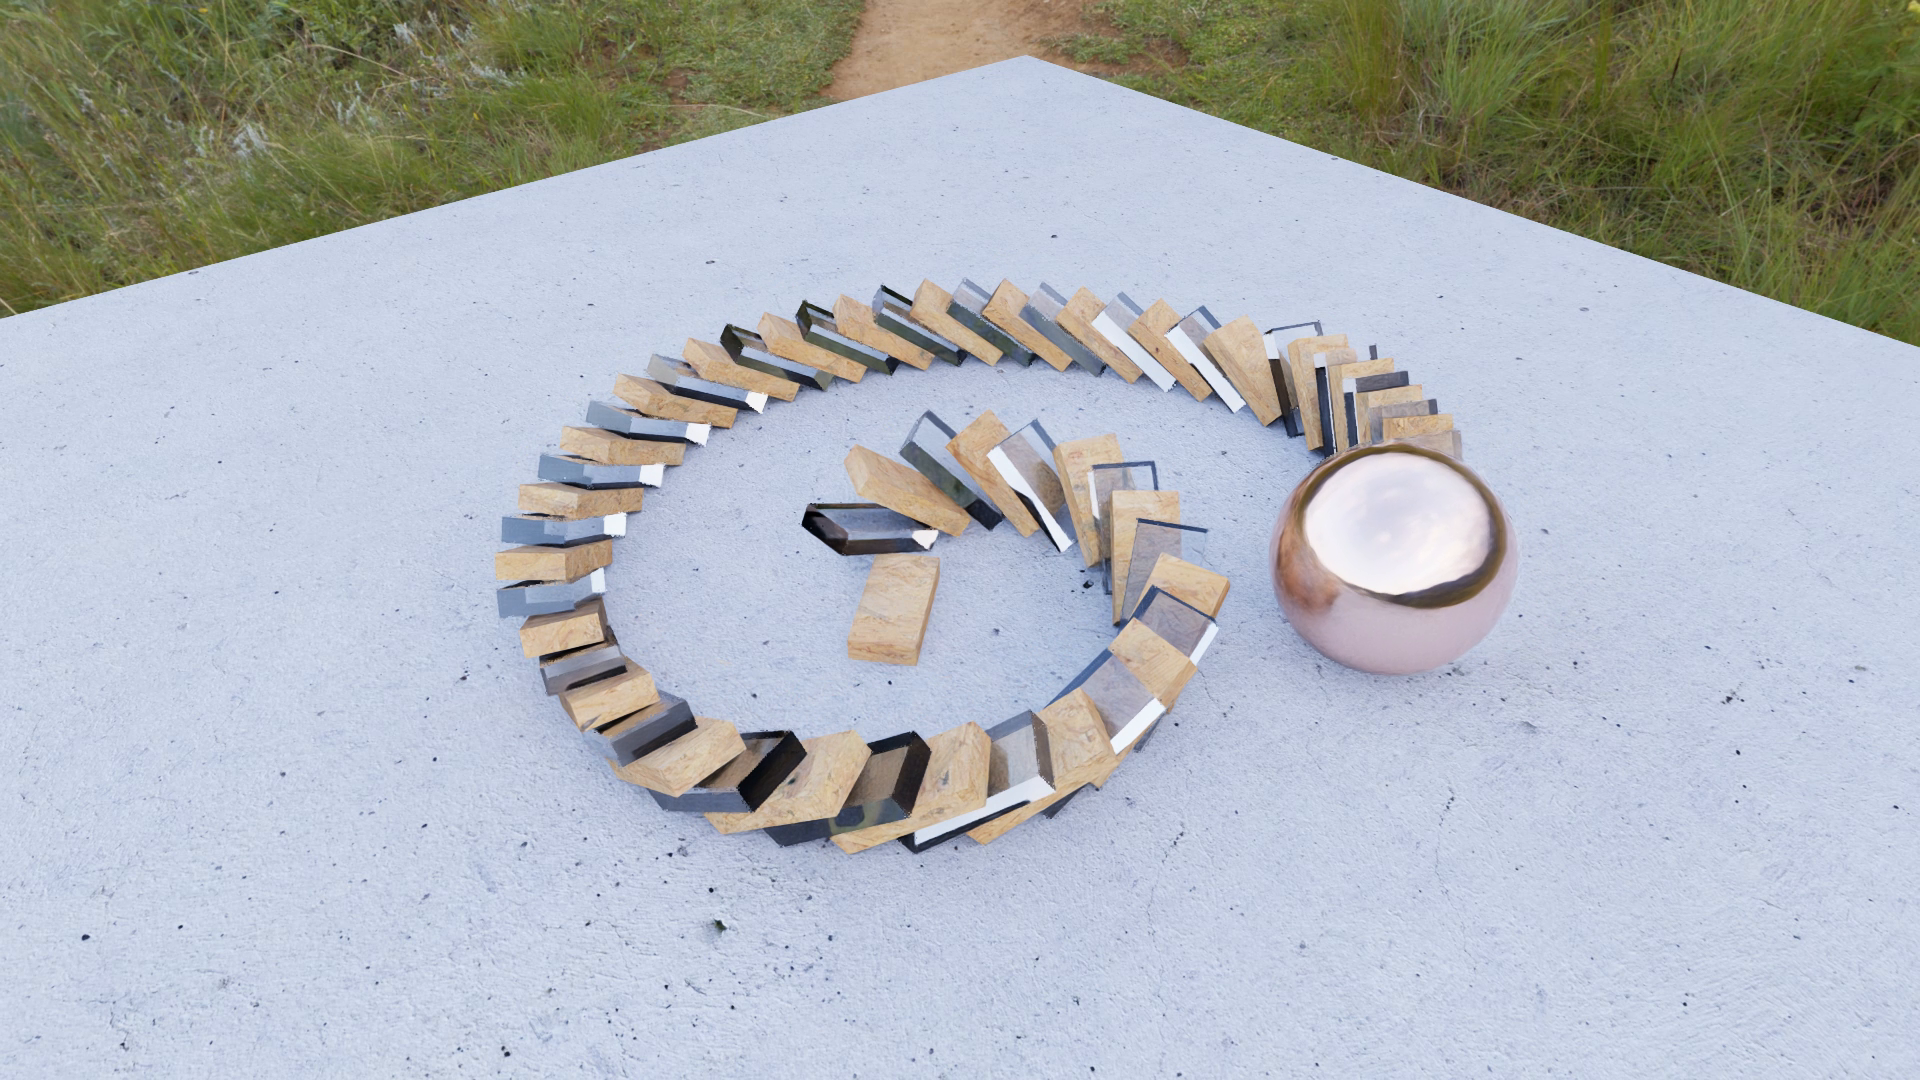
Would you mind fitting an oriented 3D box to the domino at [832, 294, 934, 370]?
[{"bbox_3d":[-0.038,-0.104,0.550,0.050,0.009,0.025,20,30,-29],"label":"domino"}]

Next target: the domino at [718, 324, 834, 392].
[{"bbox_3d":[-0.088,-0.088,0.530,0.050,0.009,0.025,13,26,-40],"label":"domino"}]

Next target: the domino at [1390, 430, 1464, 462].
[{"bbox_3d":[0.186,-0.017,0.434,0.025,0.050,0.009,-10,7,-12],"label":"domino"}]

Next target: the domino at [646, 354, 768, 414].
[{"bbox_3d":[-0.117,-0.072,0.511,0.050,0.009,0.025,8,23,-49],"label":"domino"}]

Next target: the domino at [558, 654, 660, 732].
[{"bbox_3d":[-0.117,0.050,0.362,0.025,0.010,0.050,-22,11,-24],"label":"domino"}]

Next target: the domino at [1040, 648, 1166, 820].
[{"bbox_3d":[0.038,0.061,0.348,0.050,0.010,0.025,-45,48,3],"label":"domino"}]

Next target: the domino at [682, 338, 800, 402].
[{"bbox_3d":[-0.104,-0.081,0.521,0.050,0.010,0.025,10,24,-44],"label":"domino"}]

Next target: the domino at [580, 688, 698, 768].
[{"bbox_3d":[-0.104,0.058,0.352,0.025,0.009,0.050,-27,13,-28],"label":"domino"}]

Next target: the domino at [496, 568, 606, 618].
[{"bbox_3d":[-0.148,0.019,0.400,0.025,0.010,0.050,-5,6,-6],"label":"domino"}]

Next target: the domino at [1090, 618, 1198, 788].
[{"bbox_3d":[0.051,0.053,0.358,0.050,0.009,0.025,-50,53,-2],"label":"domino"}]

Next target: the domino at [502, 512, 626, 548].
[{"bbox_3d":[-0.154,-0.005,0.429,0.025,0.009,0.050,6,7,8],"label":"domino"}]

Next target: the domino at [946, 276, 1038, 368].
[{"bbox_3d":[0.018,-0.110,0.558,0.050,0.010,0.025,32,38,-12],"label":"domino"}]

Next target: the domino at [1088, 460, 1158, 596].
[{"bbox_3d":[0.066,-0.005,0.427,0.025,0.010,0.050,-4,75,-6],"label":"domino"}]

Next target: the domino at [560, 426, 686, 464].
[{"bbox_3d":[-0.144,-0.040,0.473,0.025,0.010,0.050,18,10,20],"label":"domino"}]

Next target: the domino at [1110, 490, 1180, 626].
[{"bbox_3d":[0.070,0.007,0.413,0.025,0.010,0.050,0,75,1],"label":"domino"}]

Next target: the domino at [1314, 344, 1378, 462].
[{"bbox_3d":[0.173,-0.059,0.486,0.025,0.050,0.010,-10,7,-12],"label":"domino"}]

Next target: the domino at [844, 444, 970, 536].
[{"bbox_3d":[-0.021,-0.020,0.445,0.050,0.010,0.025,23,24,-32],"label":"domino"}]

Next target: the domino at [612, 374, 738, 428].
[{"bbox_3d":[-0.129,-0.063,0.500,0.025,0.009,0.050,31,15,32],"label":"domino"}]

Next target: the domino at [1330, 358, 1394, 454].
[{"bbox_3d":[0.177,-0.052,0.478,0.025,0.050,0.009,-10,7,-12],"label":"domino"}]

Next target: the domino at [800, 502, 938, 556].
[{"bbox_3d":[-0.035,-0.005,0.432,0.025,0.010,0.050,34,22,34],"label":"domino"}]

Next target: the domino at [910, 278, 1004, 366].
[{"bbox_3d":[-0.001,-0.111,0.558,0.050,0.010,0.025,29,36,-16],"label":"domino"}]

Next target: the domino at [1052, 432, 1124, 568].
[{"bbox_3d":[0.057,-0.016,0.441,0.025,0.009,0.050,-12,77,-16],"label":"domino"}]

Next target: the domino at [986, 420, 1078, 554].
[{"bbox_3d":[0.036,-0.022,0.448,0.025,0.010,0.050,-36,88,-36],"label":"domino"}]

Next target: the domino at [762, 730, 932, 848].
[{"bbox_3d":[-0.034,0.075,0.331,0.050,0.010,0.025,-21,30,30],"label":"domino"}]

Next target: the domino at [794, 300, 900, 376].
[{"bbox_3d":[-0.056,-0.100,0.545,0.050,0.010,0.025,18,29,-32],"label":"domino"}]

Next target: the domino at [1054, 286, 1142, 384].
[{"bbox_3d":[0.073,-0.103,0.549,0.050,0.009,0.025,40,45,-4],"label":"domino"}]

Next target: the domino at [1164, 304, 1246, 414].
[{"bbox_3d":[0.124,-0.087,0.530,0.025,0.010,0.050,-37,85,-36],"label":"domino"}]

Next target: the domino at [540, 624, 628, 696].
[{"bbox_3d":[-0.129,0.040,0.374,0.025,0.009,0.050,-17,9,-19],"label":"domino"}]

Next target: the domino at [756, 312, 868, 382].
[{"bbox_3d":[-0.072,-0.094,0.538,0.050,0.009,0.025,15,27,-37],"label":"domino"}]

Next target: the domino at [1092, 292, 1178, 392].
[{"bbox_3d":[0.091,-0.098,0.543,0.050,0.010,0.025,42,47,-1],"label":"domino"}]

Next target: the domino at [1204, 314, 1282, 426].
[{"bbox_3d":[0.140,-0.081,0.521,0.025,0.010,0.050,-30,82,-31],"label":"domino"}]

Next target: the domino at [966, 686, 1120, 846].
[{"bbox_3d":[0.022,0.069,0.337,0.050,0.010,0.025,-34,40,13],"label":"domino"}]

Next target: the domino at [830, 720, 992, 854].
[{"bbox_3d":[-0.015,0.075,0.331,0.050,0.010,0.025,-25,33,24],"label":"domino"}]

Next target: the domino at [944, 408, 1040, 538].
[{"bbox_3d":[0.019,-0.028,0.454,0.050,0.010,0.025,48,48,-3],"label":"domino"}]

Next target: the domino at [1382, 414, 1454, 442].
[{"bbox_3d":[0.185,-0.025,0.443,0.025,0.050,0.009,-6,6,-12],"label":"domino"}]

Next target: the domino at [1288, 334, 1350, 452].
[{"bbox_3d":[0.167,-0.067,0.500,0.025,0.009,0.050,-8,83,-13],"label":"domino"}]

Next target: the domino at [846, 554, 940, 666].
[{"bbox_3d":[-0.024,0.025,0.413,0.025,0.010,0.050,6,40,7],"label":"domino"}]

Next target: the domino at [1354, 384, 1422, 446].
[{"bbox_3d":[0.182,-0.038,0.461,0.025,0.050,0.009,-10,7,-12],"label":"domino"}]

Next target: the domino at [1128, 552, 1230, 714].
[{"bbox_3d":[0.072,0.032,0.383,0.025,0.010,0.050,23,80,25],"label":"domino"}]

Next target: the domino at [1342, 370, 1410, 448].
[{"bbox_3d":[0.180,-0.045,0.469,0.025,0.050,0.010,-10,7,-12],"label":"domino"}]

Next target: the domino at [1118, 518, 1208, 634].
[{"bbox_3d":[0.073,0.019,0.398,0.025,0.010,0.050,9,77,12],"label":"domino"}]

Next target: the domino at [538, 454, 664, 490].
[{"bbox_3d":[-0.149,-0.029,0.458,0.025,0.010,0.050,13,8,16],"label":"domino"}]

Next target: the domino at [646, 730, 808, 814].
[{"bbox_3d":[-0.072,0.071,0.336,0.050,0.009,0.025,-13,24,44],"label":"domino"}]

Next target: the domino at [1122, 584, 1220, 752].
[{"bbox_3d":[0.063,0.043,0.370,0.025,0.010,0.050,31,83,31],"label":"domino"}]

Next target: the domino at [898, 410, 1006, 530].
[{"bbox_3d":[0.000,-0.029,0.455,0.050,0.009,0.025,40,37,-14],"label":"domino"}]

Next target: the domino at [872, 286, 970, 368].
[{"bbox_3d":[-0.020,-0.108,0.555,0.050,0.009,0.025,24,32,-24],"label":"domino"}]

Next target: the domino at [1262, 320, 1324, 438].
[{"bbox_3d":[0.159,-0.074,0.509,0.025,0.010,0.050,-11,84,-13],"label":"domino"}]

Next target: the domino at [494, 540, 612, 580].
[{"bbox_3d":[-0.152,0.007,0.414,0.025,0.009,0.050,0,6,1],"label":"domino"}]

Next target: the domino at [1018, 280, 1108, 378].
[{"bbox_3d":[0.055,-0.106,0.553,0.050,0.010,0.025,37,43,-7],"label":"domino"}]

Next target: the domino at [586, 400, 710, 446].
[{"bbox_3d":[-0.137,-0.051,0.486,0.025,0.009,0.050,22,11,24],"label":"domino"}]

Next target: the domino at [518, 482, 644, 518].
[{"bbox_3d":[-0.152,-0.017,0.444,0.025,0.009,0.050,9,7,12],"label":"domino"}]

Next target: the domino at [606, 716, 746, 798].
[{"bbox_3d":[-0.090,0.066,0.342,0.025,0.010,0.050,-34,16,-33],"label":"domino"}]

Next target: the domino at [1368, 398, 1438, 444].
[{"bbox_3d":[0.184,-0.031,0.452,0.025,0.050,0.010,-9,7,-12],"label":"domino"}]

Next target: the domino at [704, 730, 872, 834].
[{"bbox_3d":[-0.052,0.074,0.333,0.050,0.009,0.025,-18,27,35],"label":"domino"}]

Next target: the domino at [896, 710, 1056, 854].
[{"bbox_3d":[0.004,0.073,0.333,0.050,0.009,0.025,-29,36,19],"label":"domino"}]

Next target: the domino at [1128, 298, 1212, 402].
[{"bbox_3d":[0.108,-0.093,0.537,0.050,0.009,0.025,45,50,1],"label":"domino"}]

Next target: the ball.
[{"bbox_3d":[0.149,0.006,0.380,0.080,0.080,0.080,0,39,0],"label":"ball"}]

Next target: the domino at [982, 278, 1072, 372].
[{"bbox_3d":[0.037,-0.109,0.556,0.050,0.010,0.025,35,41,-9],"label":"domino"}]

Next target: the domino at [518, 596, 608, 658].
[{"bbox_3d":[-0.138,0.030,0.386,0.025,0.010,0.050,-13,7,-15],"label":"domino"}]
